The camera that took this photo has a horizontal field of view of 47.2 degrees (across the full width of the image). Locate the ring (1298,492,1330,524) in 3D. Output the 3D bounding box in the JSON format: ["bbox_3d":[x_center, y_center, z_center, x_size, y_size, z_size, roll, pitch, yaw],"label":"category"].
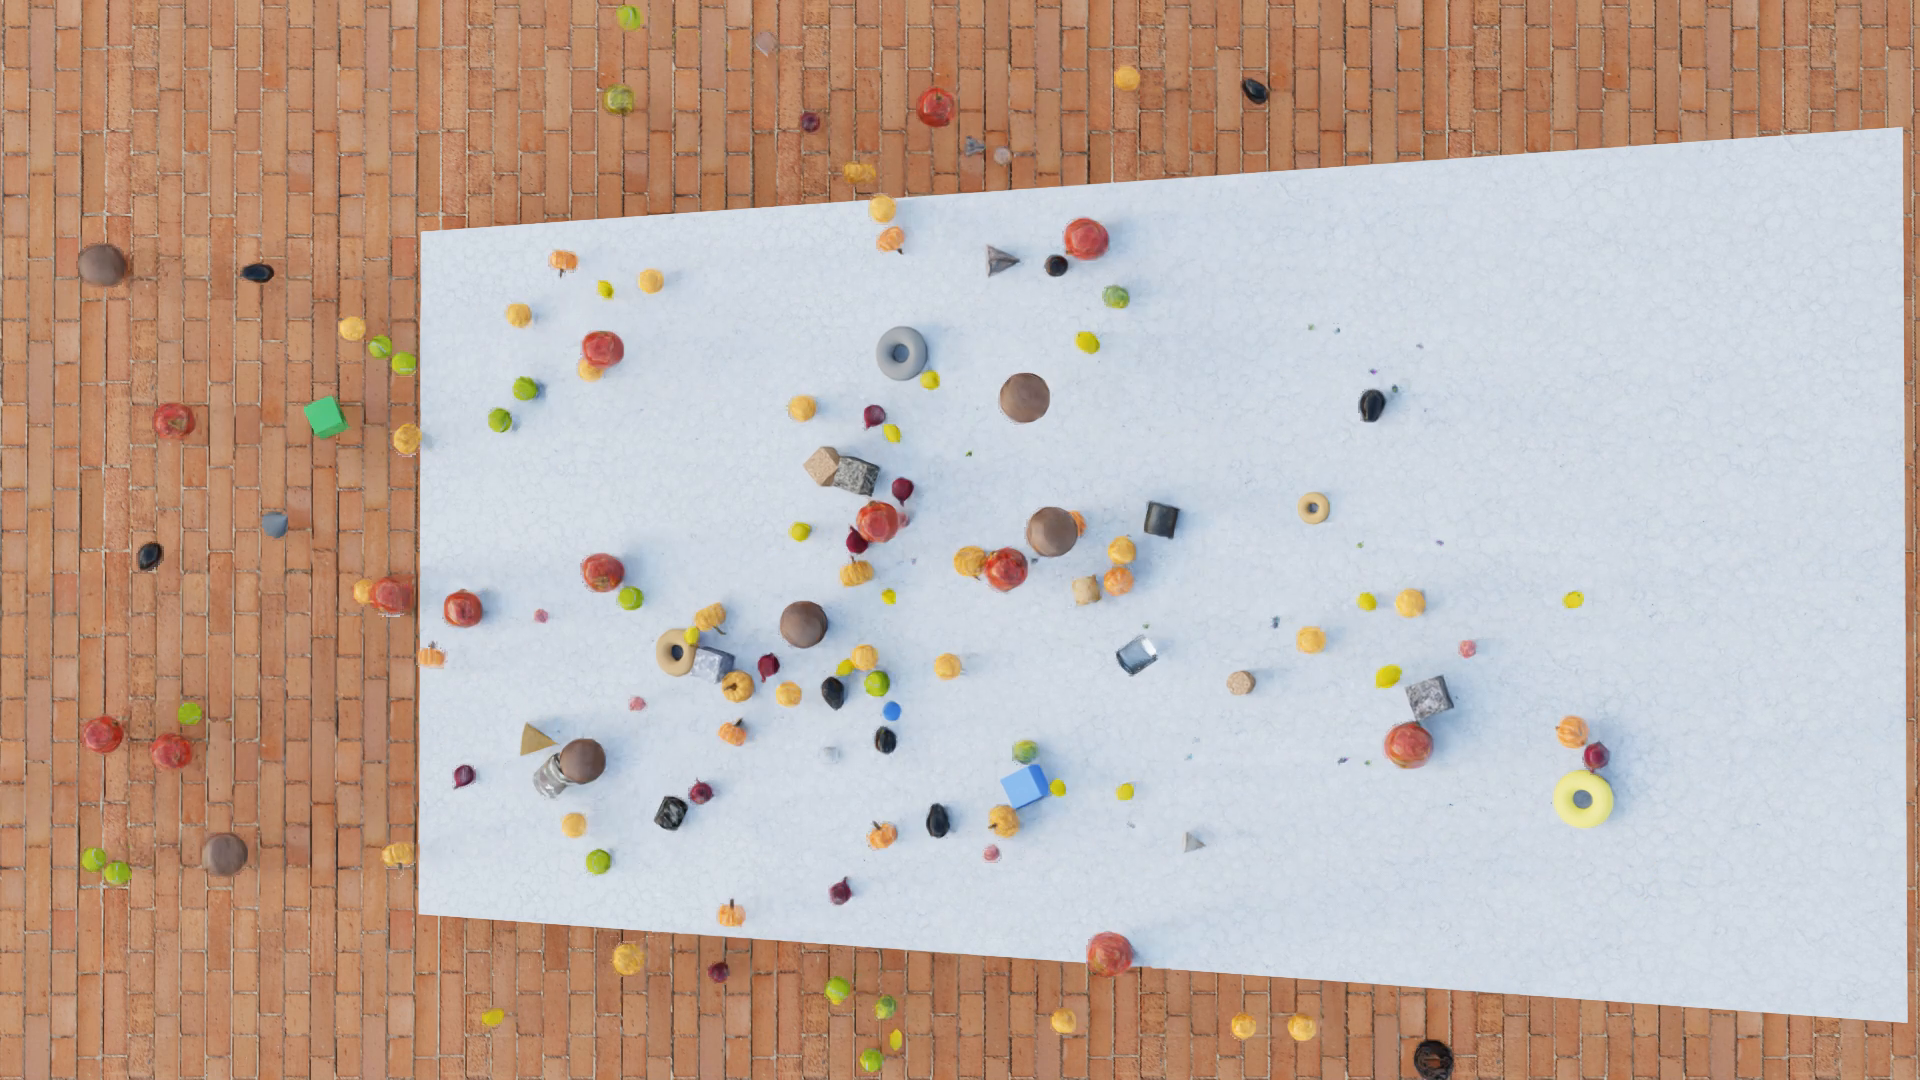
[{"bbox_3d":[0.871,-0.079,5.413,0.081,0.027,0.081,0,89,24],"label":"ring"}]

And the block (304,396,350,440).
[{"bbox_3d":[-1.870,-0.360,6.491,0.087,0.087,0.087,-25,81,-6],"label":"block"}]

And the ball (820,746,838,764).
[{"bbox_3d":[-0.350,0.576,5.900,0.051,0.051,0.051,0,89,0],"label":"ball"}]

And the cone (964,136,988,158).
[{"bbox_3d":[0.050,-1.049,5.868,0.058,0.058,0.058,2,89,21],"label":"cone"}]

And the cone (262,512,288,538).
[{"bbox_3d":[-1.996,-0.058,6.467,0.083,0.083,0.083,-26,89,42],"label":"cone"}]

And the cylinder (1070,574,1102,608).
[{"bbox_3d":[0.323,0.129,5.618,0.064,0.064,0.064,-19,75,0],"label":"cylinder"}]

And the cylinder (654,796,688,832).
[{"bbox_3d":[-0.797,0.755,6.069,0.072,0.072,0.072,27,97,0],"label":"cylinder"}]

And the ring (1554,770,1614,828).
[{"bbox_3d":[1.459,0.608,5.150,0.138,0.046,0.138,1,93,25],"label":"ring"}]

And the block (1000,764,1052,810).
[{"bbox_3d":[0.171,0.635,5.665,0.084,0.084,0.084,-29,79,20],"label":"block"}]

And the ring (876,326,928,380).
[{"bbox_3d":[-0.154,-0.495,5.833,0.146,0.049,0.146,0,89,22],"label":"ring"}]

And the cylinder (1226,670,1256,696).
[{"bbox_3d":[0.698,0.356,5.462,0.059,0.059,0.059,0,89,23],"label":"cylinder"}]

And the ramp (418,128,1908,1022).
[{"bbox_3d":[0.283,0.086,5.724,4.000,0.100,2.000,0,89,23],"label":"ramp"}]

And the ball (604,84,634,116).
[{"bbox_3d":[-1.009,-1.302,6.510,0.091,0.091,0.091,0,89,0],"label":"ball"}]

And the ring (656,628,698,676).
[{"bbox_3d":[-0.782,0.310,6.087,0.134,0.045,0.134,0,90,21],"label":"ring"}]

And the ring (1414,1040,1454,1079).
[{"bbox_3d":[1.398,1.537,6.486,0.123,0.041,0.123,3,69,-8],"label":"ring"}]

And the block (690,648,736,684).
[{"bbox_3d":[-0.677,0.344,6.024,0.078,0.078,0.078,17,96,22],"label":"block"}]

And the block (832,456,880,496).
[{"bbox_3d":[-0.276,-0.171,5.861,0.082,0.082,0.082,20,97,22],"label":"block"}]

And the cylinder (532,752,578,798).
[{"bbox_3d":[-1.142,0.665,6.205,0.093,0.093,0.093,-41,89,17],"label":"cylinder"}]

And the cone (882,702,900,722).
[{"bbox_3d":[-0.192,0.456,5.834,0.054,0.054,0.054,0,89,23],"label":"cone"}]

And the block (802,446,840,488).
[{"bbox_3d":[-0.359,-0.196,5.899,0.076,0.076,0.076,-43,74,16],"label":"block"}]

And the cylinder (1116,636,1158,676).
[{"bbox_3d":[0.447,0.293,5.558,0.077,0.077,0.077,-36,89,18],"label":"cylinder"}]

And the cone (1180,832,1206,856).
[{"bbox_3d":[0.591,0.764,5.520,0.058,0.058,0.058,4,89,-13],"label":"cone"}]

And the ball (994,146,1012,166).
[{"bbox_3d":[0.116,-1.034,5.923,0.053,0.053,0.053,0,89,0],"label":"ball"}]

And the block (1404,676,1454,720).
[{"bbox_3d":[1.125,0.378,5.272,0.082,0.082,0.082,-22,81,21],"label":"block"}]

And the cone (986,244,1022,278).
[{"bbox_3d":[0.117,-0.726,5.727,0.092,0.092,0.092,-3,89,-4],"label":"cone"}]

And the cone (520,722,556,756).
[{"bbox_3d":[-1.192,0.573,6.254,0.098,0.098,0.098,9,89,-4],"label":"cone"}]
